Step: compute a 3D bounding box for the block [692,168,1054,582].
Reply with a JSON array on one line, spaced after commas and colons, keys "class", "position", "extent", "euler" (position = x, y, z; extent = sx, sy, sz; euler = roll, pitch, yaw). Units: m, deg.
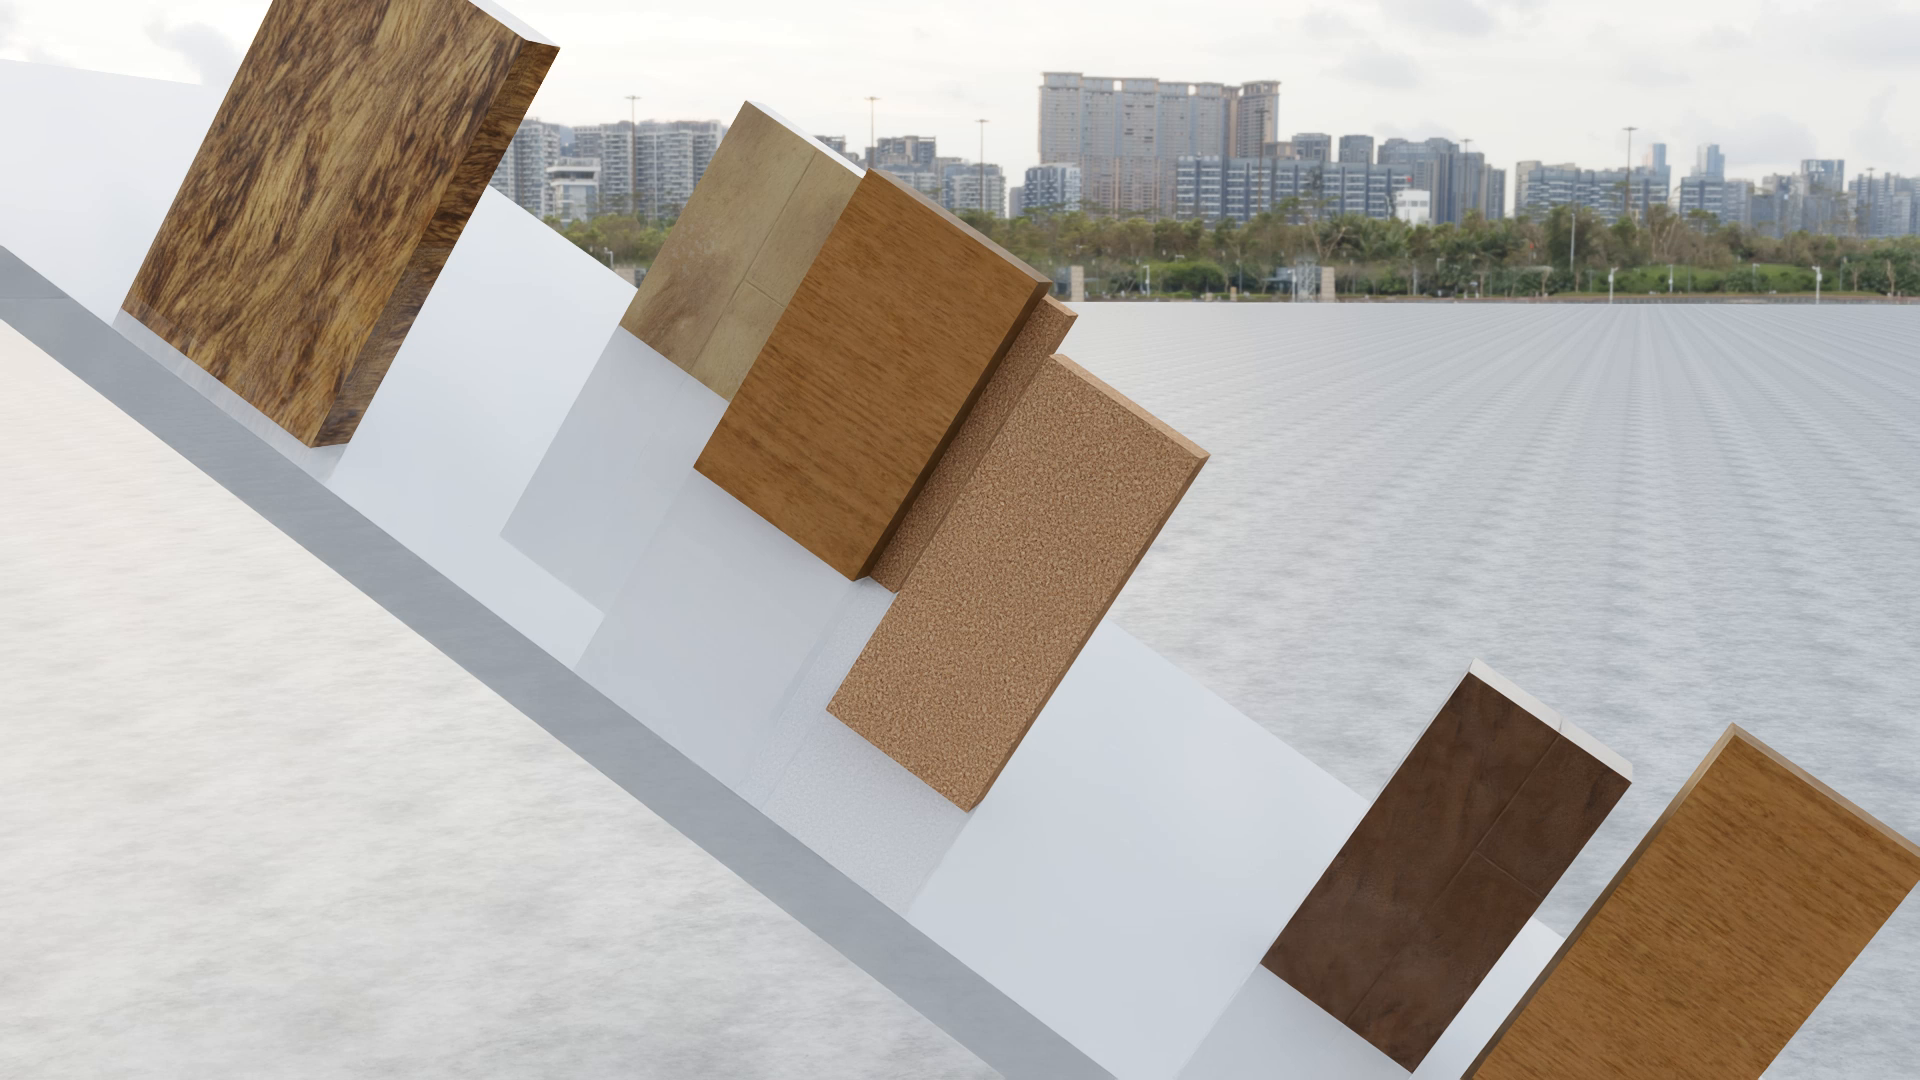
[{"class": "block", "position": [-0.173, -0.315, 4.229], "extent": [0.394, 0.681, 0.108], "euler": [35, 15, 10]}]

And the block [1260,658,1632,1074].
[{"class": "block", "position": [0.798, 0.535, 3.625], "extent": [0.303, 0.607, 0.139], "euler": [35, 15, 10]}]

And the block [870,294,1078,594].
[{"class": "block", "position": [-0.082, -0.255, 4.291], "extent": [0.326, 0.646, 0.083], "euler": [35, 15, 10]}]

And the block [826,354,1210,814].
[{"class": "block", "position": [0.087, 0.071, 3.510], "extent": [0.287, 0.689, 0.088], "euler": [35, 15, 10]}]

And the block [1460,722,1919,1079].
[{"class": "block", "position": [1.120, 0.698, 3.437], "extent": [0.335, 0.771, 0.098], "euler": [35, 15, 10]}]

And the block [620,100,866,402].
[{"class": "block", "position": [-0.426, -0.601, 4.832], "extent": [0.424, 0.576, 0.102], "euler": [35, 15, 10]}]

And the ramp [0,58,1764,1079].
[{"class": "ramp", "position": [-0.135, 0.227, 4.104], "extent": [4.000, 0.100, 2.000], "euler": [35, 15, 10]}]

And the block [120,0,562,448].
[{"class": "block", "position": [-0.951, -0.548, 3.350], "extent": [0.392, 0.711, 0.108], "euler": [35, 15, 10]}]
